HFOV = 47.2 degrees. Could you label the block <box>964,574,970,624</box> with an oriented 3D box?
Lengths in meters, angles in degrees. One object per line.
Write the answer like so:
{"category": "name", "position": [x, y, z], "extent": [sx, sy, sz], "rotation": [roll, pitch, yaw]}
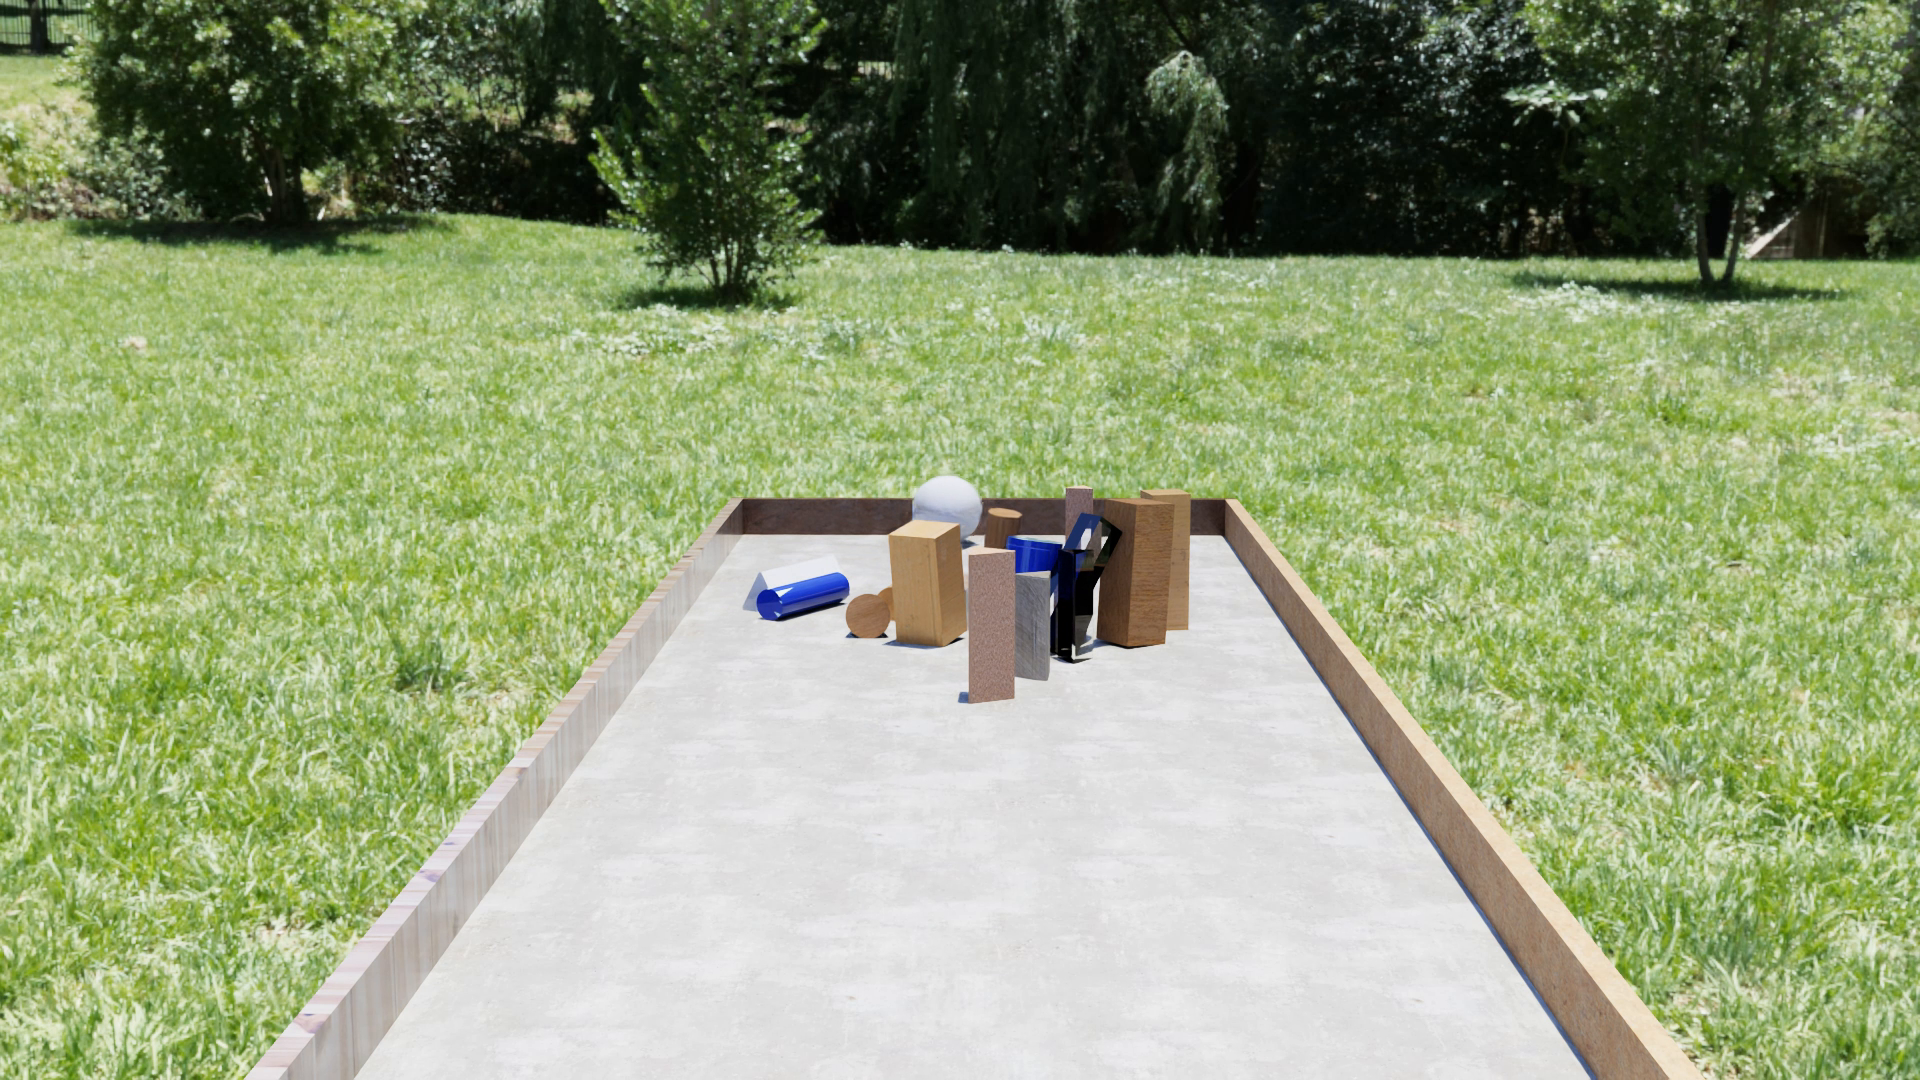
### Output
{"category": "block", "position": [-0.007, 0.199, 7.359], "extent": [0.124, 0.124, 0.321], "rotation": [2, 9, 12]}

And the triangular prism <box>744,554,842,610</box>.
{"category": "triangular prism", "position": [-0.564, 0.147, 7.631], "extent": [0.156, 0.135, 0.426], "rotation": [6, 11, 31]}

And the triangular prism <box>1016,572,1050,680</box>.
{"category": "triangular prism", "position": [0.234, 0.249, 6.465], "extent": [0.120, 0.305, 0.104], "rotation": [6, 11, 35]}

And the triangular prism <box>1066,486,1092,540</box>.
{"category": "triangular prism", "position": [0.397, 0.052, 7.220], "extent": [0.089, 0.457, 0.077], "rotation": [2, 9, 14]}

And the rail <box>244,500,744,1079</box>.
{"category": "rail", "position": [-1.004, 0.839, 3.234], "extent": [0.050, 0.150, 12.000], "rotation": [0, 9, 1]}

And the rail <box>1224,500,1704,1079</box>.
{"category": "rail", "position": [1.046, 0.843, 3.208], "extent": [0.050, 0.150, 12.000], "rotation": [0, 9, 1]}

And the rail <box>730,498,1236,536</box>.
{"category": "rail", "position": [0.099, -0.098, 9.147], "extent": [2.100, 0.150, 0.050], "rotation": [0, 9, 1]}

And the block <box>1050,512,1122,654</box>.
{"category": "block", "position": [0.344, 0.134, 6.828], "extent": [0.102, 0.435, 0.102], "rotation": [35, -13, -34]}

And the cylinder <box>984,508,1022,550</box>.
{"category": "cylinder", "position": [0.123, 0.095, 7.152], "extent": [0.110, 0.381, 0.110], "rotation": [7, 15, -2]}

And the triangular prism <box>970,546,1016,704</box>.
{"category": "triangular prism", "position": [0.063, 0.235, 6.183], "extent": [0.143, 0.421, 0.124], "rotation": [-5, 10, -27]}

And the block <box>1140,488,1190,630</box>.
{"category": "block", "position": [0.667, 0.064, 7.176], "extent": [0.130, 0.447, 0.130], "rotation": [-2, 9, -13]}

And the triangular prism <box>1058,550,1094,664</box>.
{"category": "triangular prism", "position": [0.338, 0.198, 6.685], "extent": [0.091, 0.337, 0.106], "rotation": [6, 11, 35]}

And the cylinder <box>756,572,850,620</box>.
{"category": "cylinder", "position": [-0.530, 0.190, 7.474], "extent": [0.106, 0.106, 0.393], "rotation": [6, 11, 31]}

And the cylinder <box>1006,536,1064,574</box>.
{"category": "cylinder", "position": [0.217, 0.155, 6.947], "extent": [0.179, 0.315, 0.179], "rotation": [7, 3, 0]}

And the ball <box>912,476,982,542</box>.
{"category": "ball", "position": [-0.053, -0.120, 8.864], "extent": [0.283, 0.283, 0.283], "rotation": [0, 9, 0]}

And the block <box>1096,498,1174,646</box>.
{"category": "block", "position": [0.552, 0.099, 6.932], "extent": [0.156, 0.444, 0.156], "rotation": [-2, 8, -36]}

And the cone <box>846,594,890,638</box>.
{"category": "cone", "position": [-0.303, 0.245, 7.235], "extent": [0.144, 0.144, 0.424], "rotation": [0, -1, -3]}

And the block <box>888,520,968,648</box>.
{"category": "block", "position": [-0.100, 0.136, 6.945], "extent": [0.167, 0.357, 0.167], "rotation": [5, 19, 27]}

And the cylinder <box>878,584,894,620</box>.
{"category": "cylinder", "position": [-0.182, 0.185, 7.481], "extent": [0.113, 0.113, 0.364], "rotation": [2, 9, 14]}
